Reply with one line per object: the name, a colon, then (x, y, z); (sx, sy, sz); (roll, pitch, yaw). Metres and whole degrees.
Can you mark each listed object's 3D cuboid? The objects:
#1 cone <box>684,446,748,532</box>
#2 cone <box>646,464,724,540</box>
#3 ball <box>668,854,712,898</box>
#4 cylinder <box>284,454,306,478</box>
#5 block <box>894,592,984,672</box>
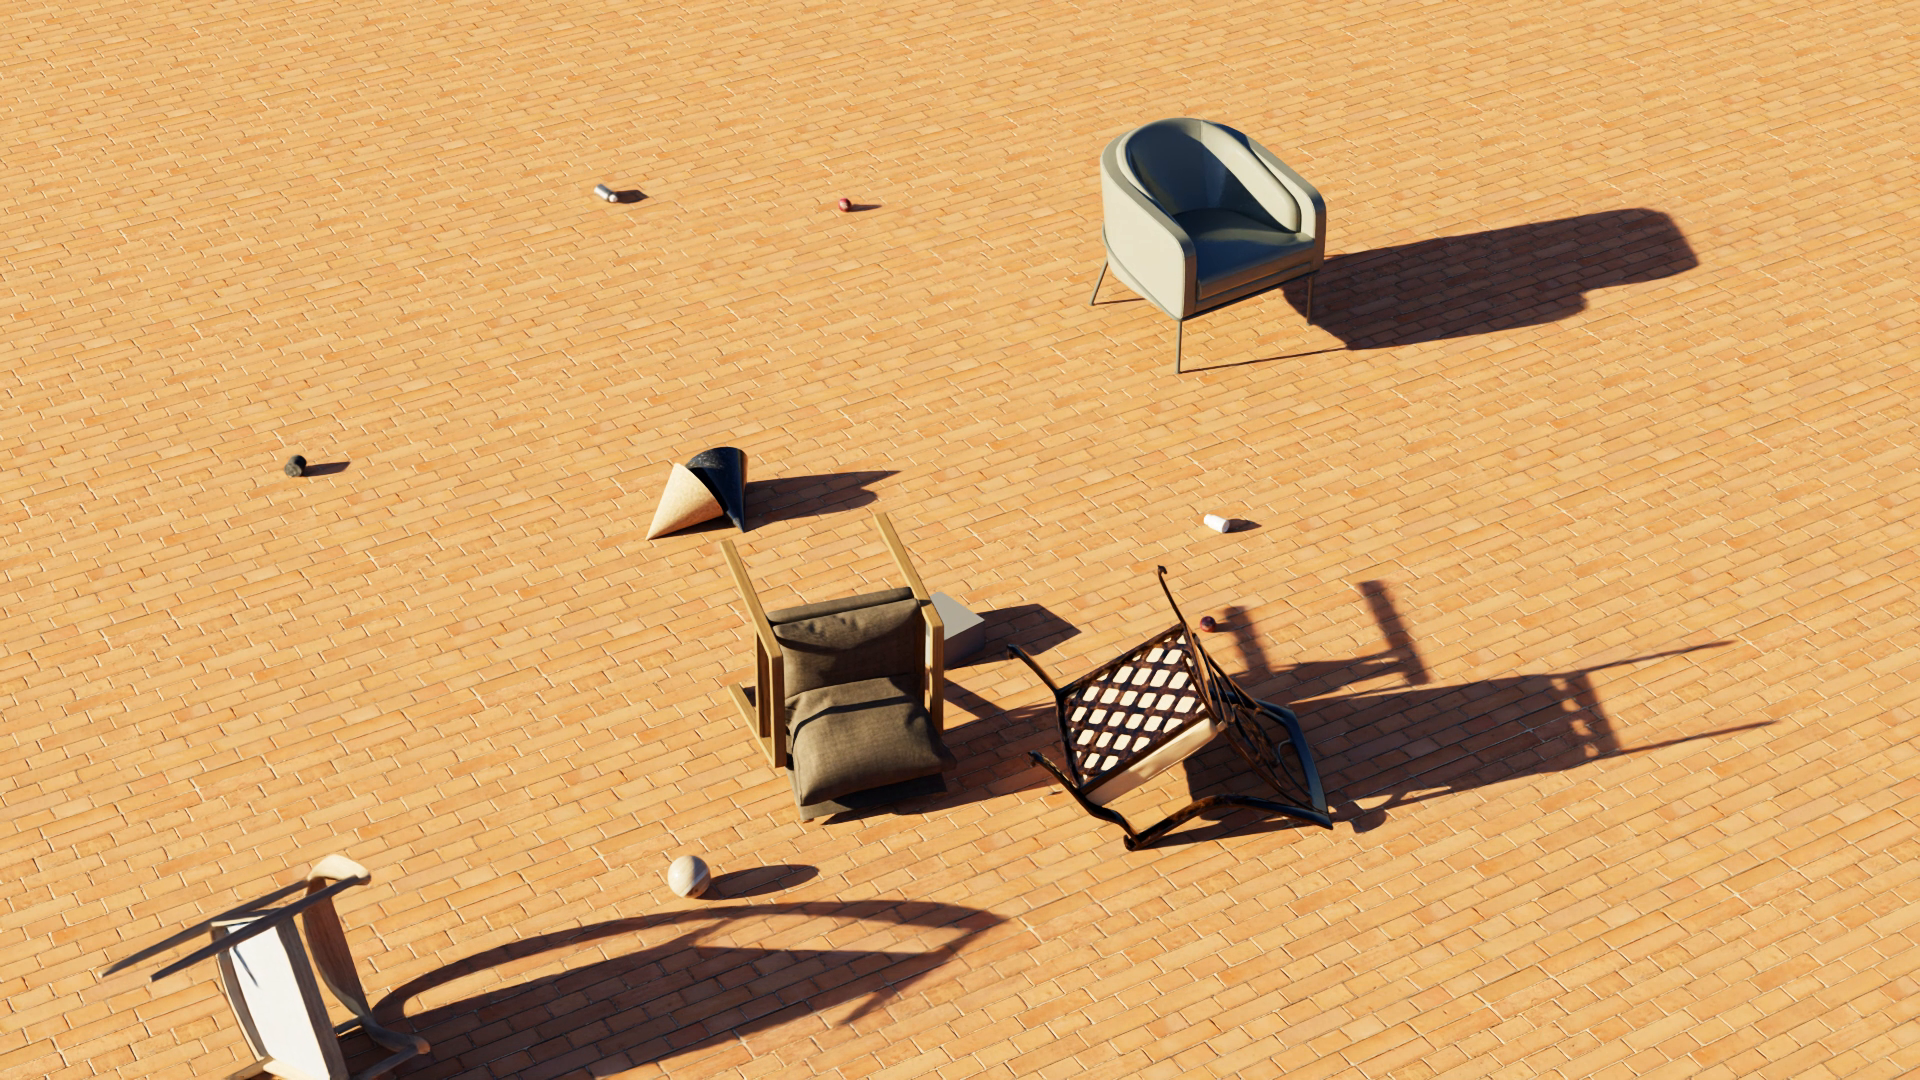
cone: (-0.869, -0.149, 11.063); (0.278, 0.246, 0.325); (7, 46, -42)
cone: (-1.077, -0.093, 10.974); (0.283, 0.273, 0.242); (-45, 40, -14)
ball: (-0.850, 1.058, 9.214); (0.137, 0.137, 0.137); (0, 33, 0)
cylinder: (-2.565, -0.286, 11.320); (0.069, 0.064, 0.064); (-8, 31, 15)
block: (-0.072, 0.320, 10.347); (0.214, 0.122, 0.241); (-25, 41, -33)
